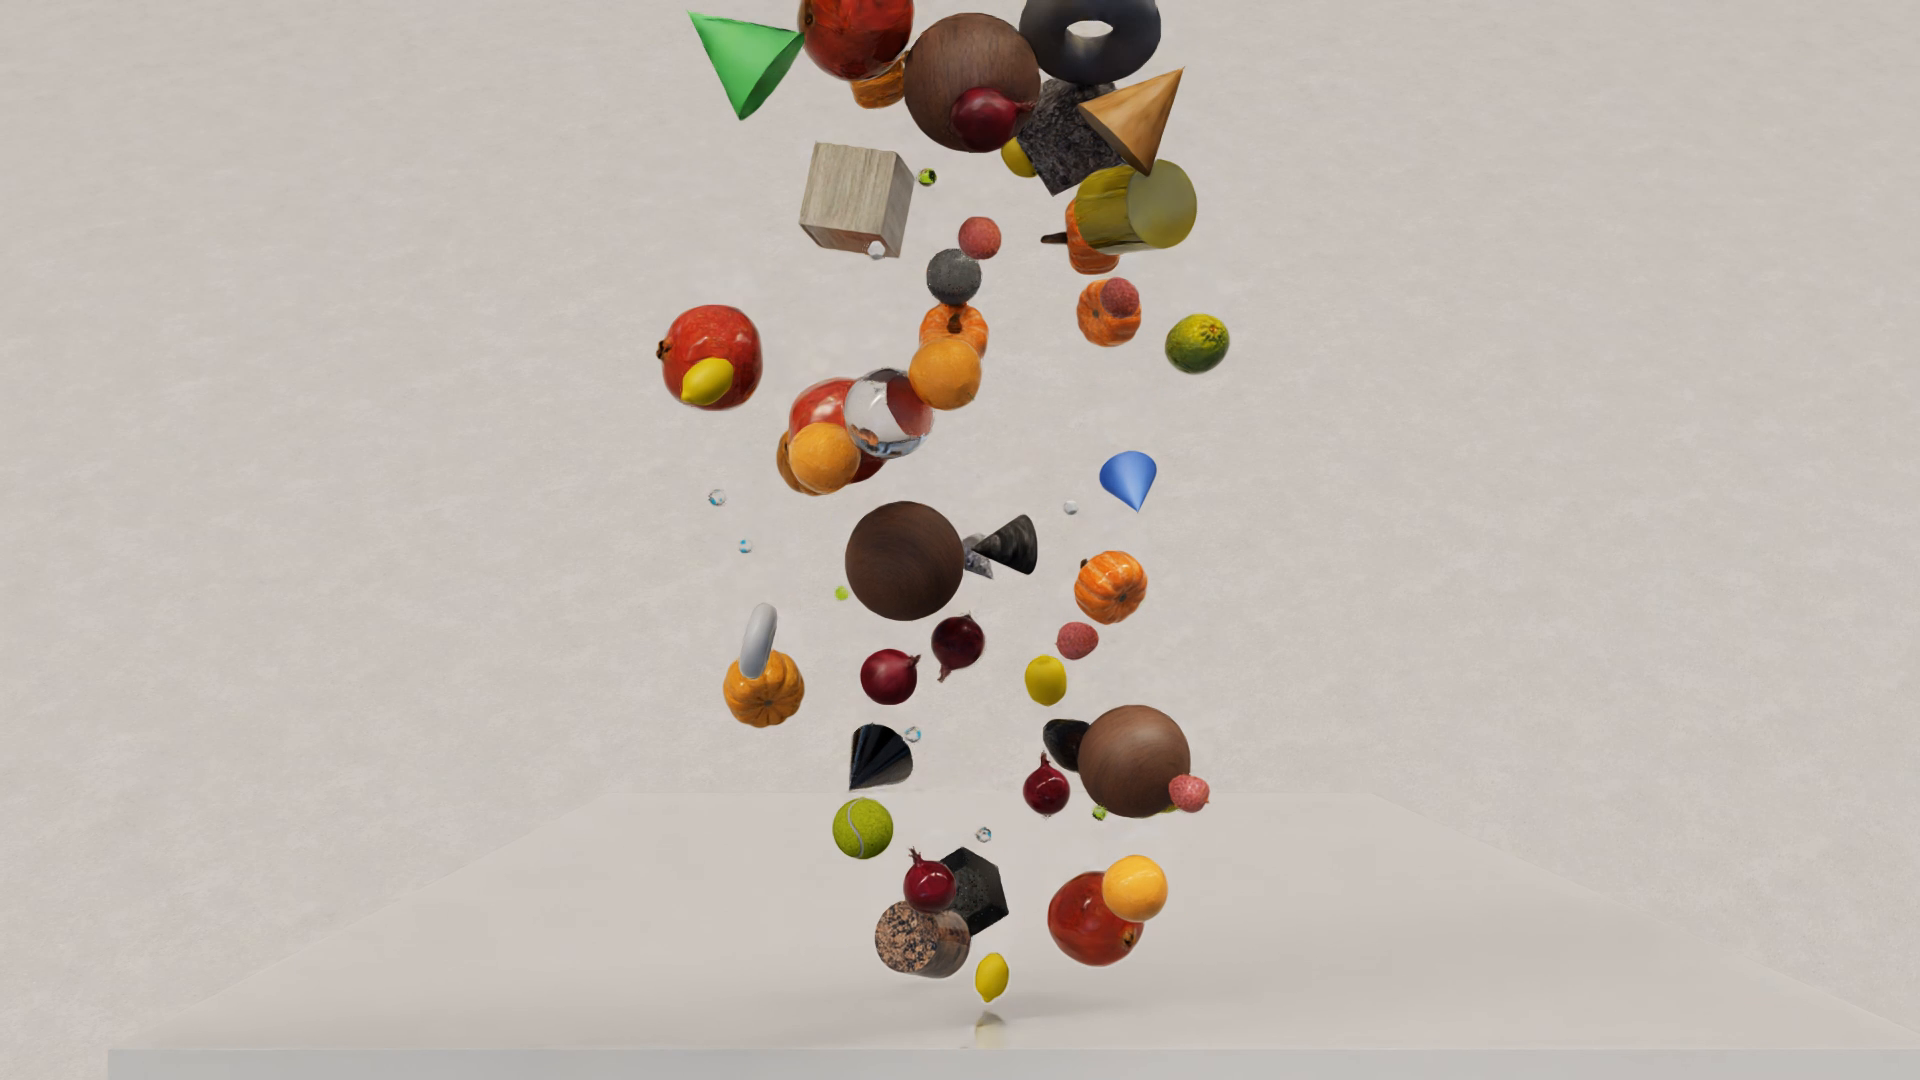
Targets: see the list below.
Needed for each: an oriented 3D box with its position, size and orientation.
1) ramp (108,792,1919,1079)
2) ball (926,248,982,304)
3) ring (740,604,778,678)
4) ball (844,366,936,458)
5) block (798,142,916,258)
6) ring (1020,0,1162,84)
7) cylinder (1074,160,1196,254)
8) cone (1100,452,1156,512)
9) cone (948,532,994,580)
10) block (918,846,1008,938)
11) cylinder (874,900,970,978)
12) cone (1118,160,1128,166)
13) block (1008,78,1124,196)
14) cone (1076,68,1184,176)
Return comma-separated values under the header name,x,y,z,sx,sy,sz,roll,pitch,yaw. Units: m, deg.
name,x,y,z,sx,sy,sz,roll,pitch,yaw
ramp,0.076,0.658,4.811,2.000,0.100,4.000,0,-2,0
ball,-0.007,-0.283,2.785,0.061,0.061,0.061,0,34,0
ring,-0.212,0.106,2.730,0.027,0.081,0.081,14,35,0
ball,-0.071,-0.128,2.608,0.093,0.093,0.093,0,34,0
block,-0.097,-0.322,2.463,0.081,0.081,0.081,9,-8,13
ring,0.127,-0.498,2.528,0.139,0.139,0.046,1,58,2
cylinder,0.158,-0.299,2.338,0.079,0.079,0.079,-23,13,-30
cone,0.175,-0.048,2.627,0.060,0.060,0.060,-4,43,-6
cone,0.024,0.029,3.083,0.054,0.054,0.054,-26,63,-32
block,0.004,0.439,3.219,0.072,0.072,0.072,-34,46,21
cylinder,-0.042,0.449,2.918,0.080,0.080,0.080,23,-2,30
cone,0.144,-0.341,2.594,0.087,0.087,0.087,25,20,31
block,0.116,-0.420,2.633,0.086,0.086,0.086,-23,25,28
cone,0.163,-0.377,2.246,0.088,0.088,0.088,-46,43,2
